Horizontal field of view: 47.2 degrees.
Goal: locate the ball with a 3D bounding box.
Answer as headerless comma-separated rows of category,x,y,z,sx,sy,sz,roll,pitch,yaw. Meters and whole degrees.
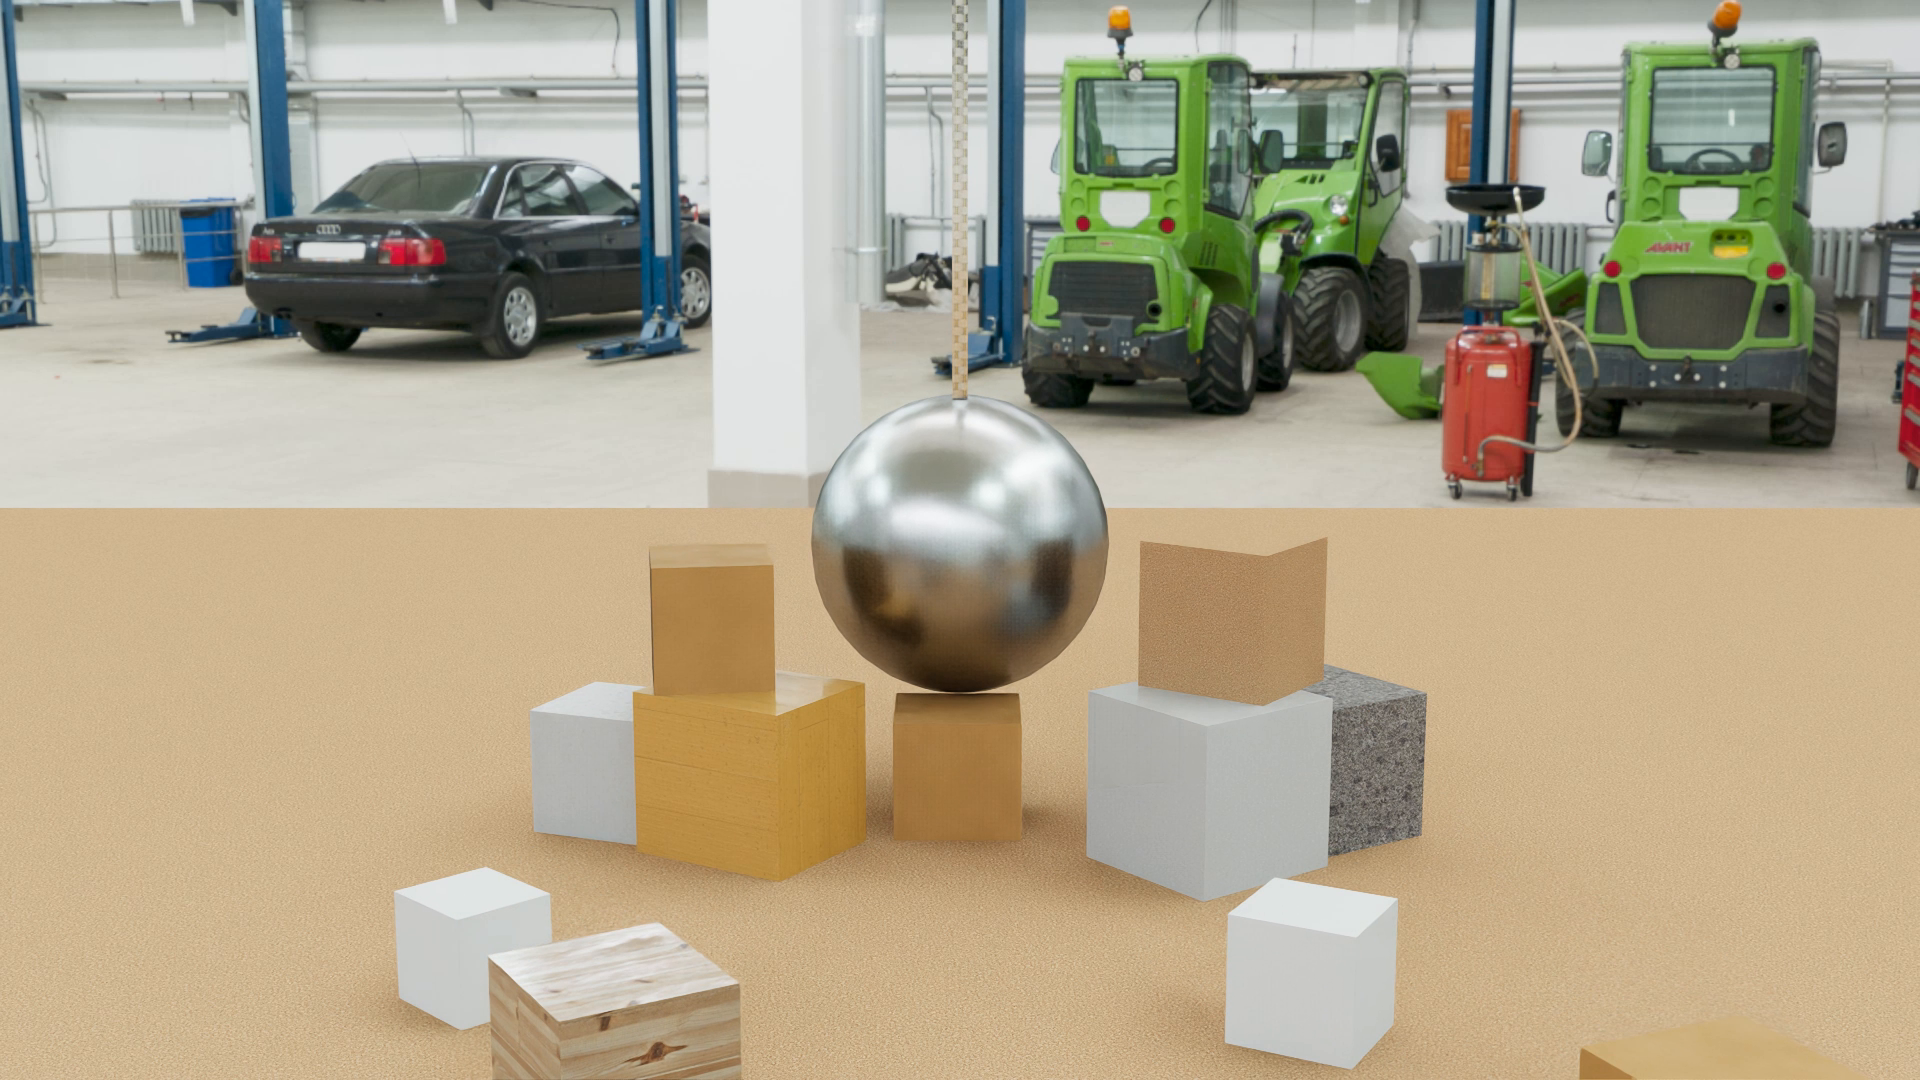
ball,0.000,0.019,11.782,1.600,1.600,1.600,0,10,0

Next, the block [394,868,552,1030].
block,-2.002,1.674,9.062,0.440,0.463,0.477,-10,14,-44

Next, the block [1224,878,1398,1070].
block,1.394,1.704,8.707,0.522,0.532,0.497,6,12,29

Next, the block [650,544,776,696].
block,-1.250,0.390,11.048,0.593,0.635,0.597,-2,10,-9

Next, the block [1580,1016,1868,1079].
block,2.412,1.973,6.846,0.655,0.667,0.712,-4,11,-23

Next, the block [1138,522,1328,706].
block,1.348,0.352,10.868,0.694,0.727,0.637,7,13,35

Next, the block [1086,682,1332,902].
block,1.214,1.169,10.772,0.837,0.846,0.835,-8,13,-37

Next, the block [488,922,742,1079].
block,-1.232,1.820,7.829,0.663,0.617,0.707,-6,12,-31

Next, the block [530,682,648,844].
block,-1.762,1.152,11.433,0.670,0.643,0.650,4,11,21

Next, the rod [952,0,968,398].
rod,0.000,-3.250,10.848,0.080,5.200,0.080,0,16,0

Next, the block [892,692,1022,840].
block,-0.013,1.170,11.422,0.648,0.611,0.633,0,10,0

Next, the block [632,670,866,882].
block,-1.046,1.137,11.010,0.880,0.823,0.745,6,12,31

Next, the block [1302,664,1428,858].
block,1.836,1.120,11.310,0.739,0.751,0.790,-7,12,-33
